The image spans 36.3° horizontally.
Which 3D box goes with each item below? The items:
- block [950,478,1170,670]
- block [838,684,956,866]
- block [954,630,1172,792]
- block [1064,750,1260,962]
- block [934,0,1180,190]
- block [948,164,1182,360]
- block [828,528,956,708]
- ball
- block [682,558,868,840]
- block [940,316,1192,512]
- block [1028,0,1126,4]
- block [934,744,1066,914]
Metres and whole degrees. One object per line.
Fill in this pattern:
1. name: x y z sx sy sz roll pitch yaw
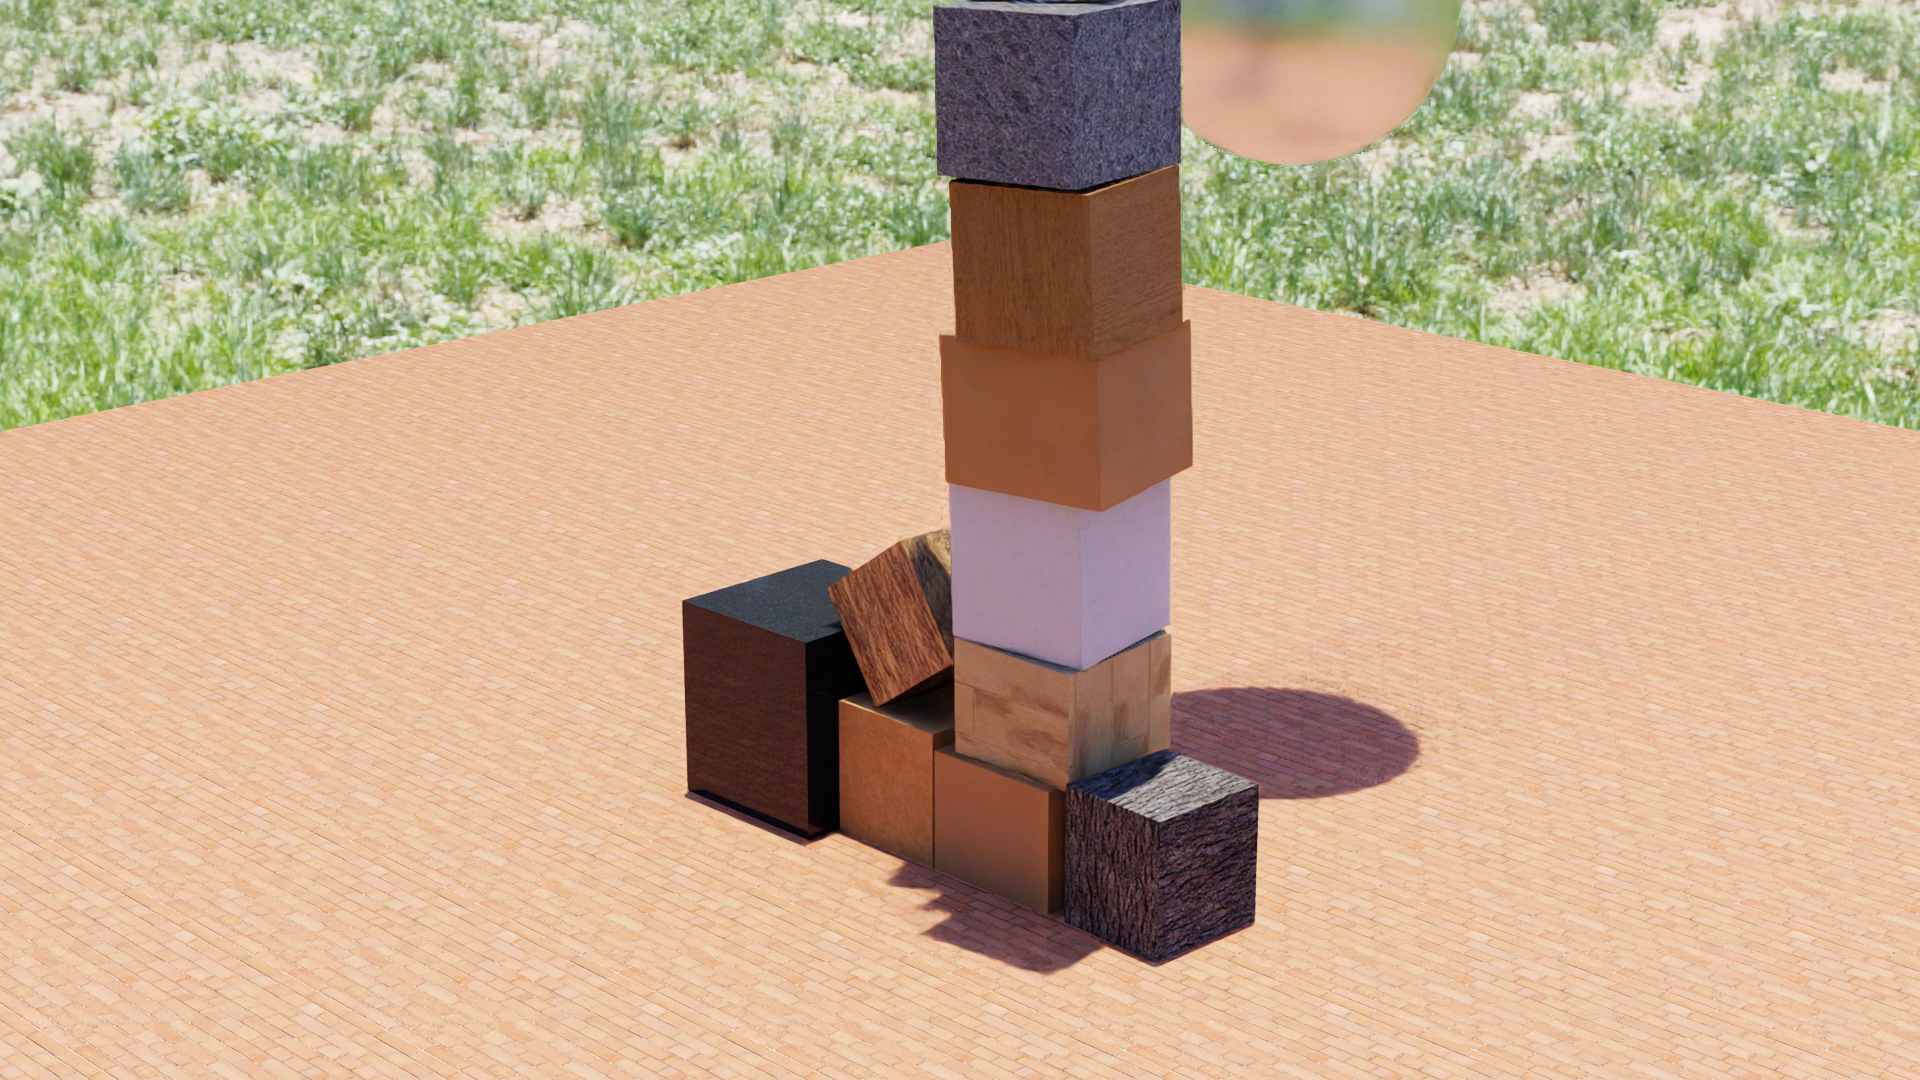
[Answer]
1. block: 0.449 0.041 13.054 0.719 0.770 0.670 14 25 36
2. block: -0.135 1.069 13.848 0.602 0.654 0.630 -16 24 -43
3. block: 0.464 0.689 13.234 0.687 0.555 0.695 17 26 41
4. block: 0.884 1.376 12.876 0.629 0.653 0.563 -16 23 -41
5. block: 0.408 -1.879 12.126 0.698 0.693 0.767 11 21 36
6. block: 0.451 -1.206 12.329 0.698 0.686 0.685 10 22 34
7. block: -0.116 0.333 13.671 0.591 0.610 0.616 -15 -12 -42
8. ball: 1.623 -2.625 14.218 1.600 1.600 1.600 0 17 0
9. block: -0.705 0.755 14.299 0.877 0.985 0.923 16 24 42
10. block: 0.464 -0.603 12.678 0.813 0.667 0.720 12 24 35
11. block: 0.442 -2.560 12.180 0.664 0.575 0.593 6 18 21
12. block: 0.345 1.250 13.388 0.712 0.586 0.590 17 24 42
